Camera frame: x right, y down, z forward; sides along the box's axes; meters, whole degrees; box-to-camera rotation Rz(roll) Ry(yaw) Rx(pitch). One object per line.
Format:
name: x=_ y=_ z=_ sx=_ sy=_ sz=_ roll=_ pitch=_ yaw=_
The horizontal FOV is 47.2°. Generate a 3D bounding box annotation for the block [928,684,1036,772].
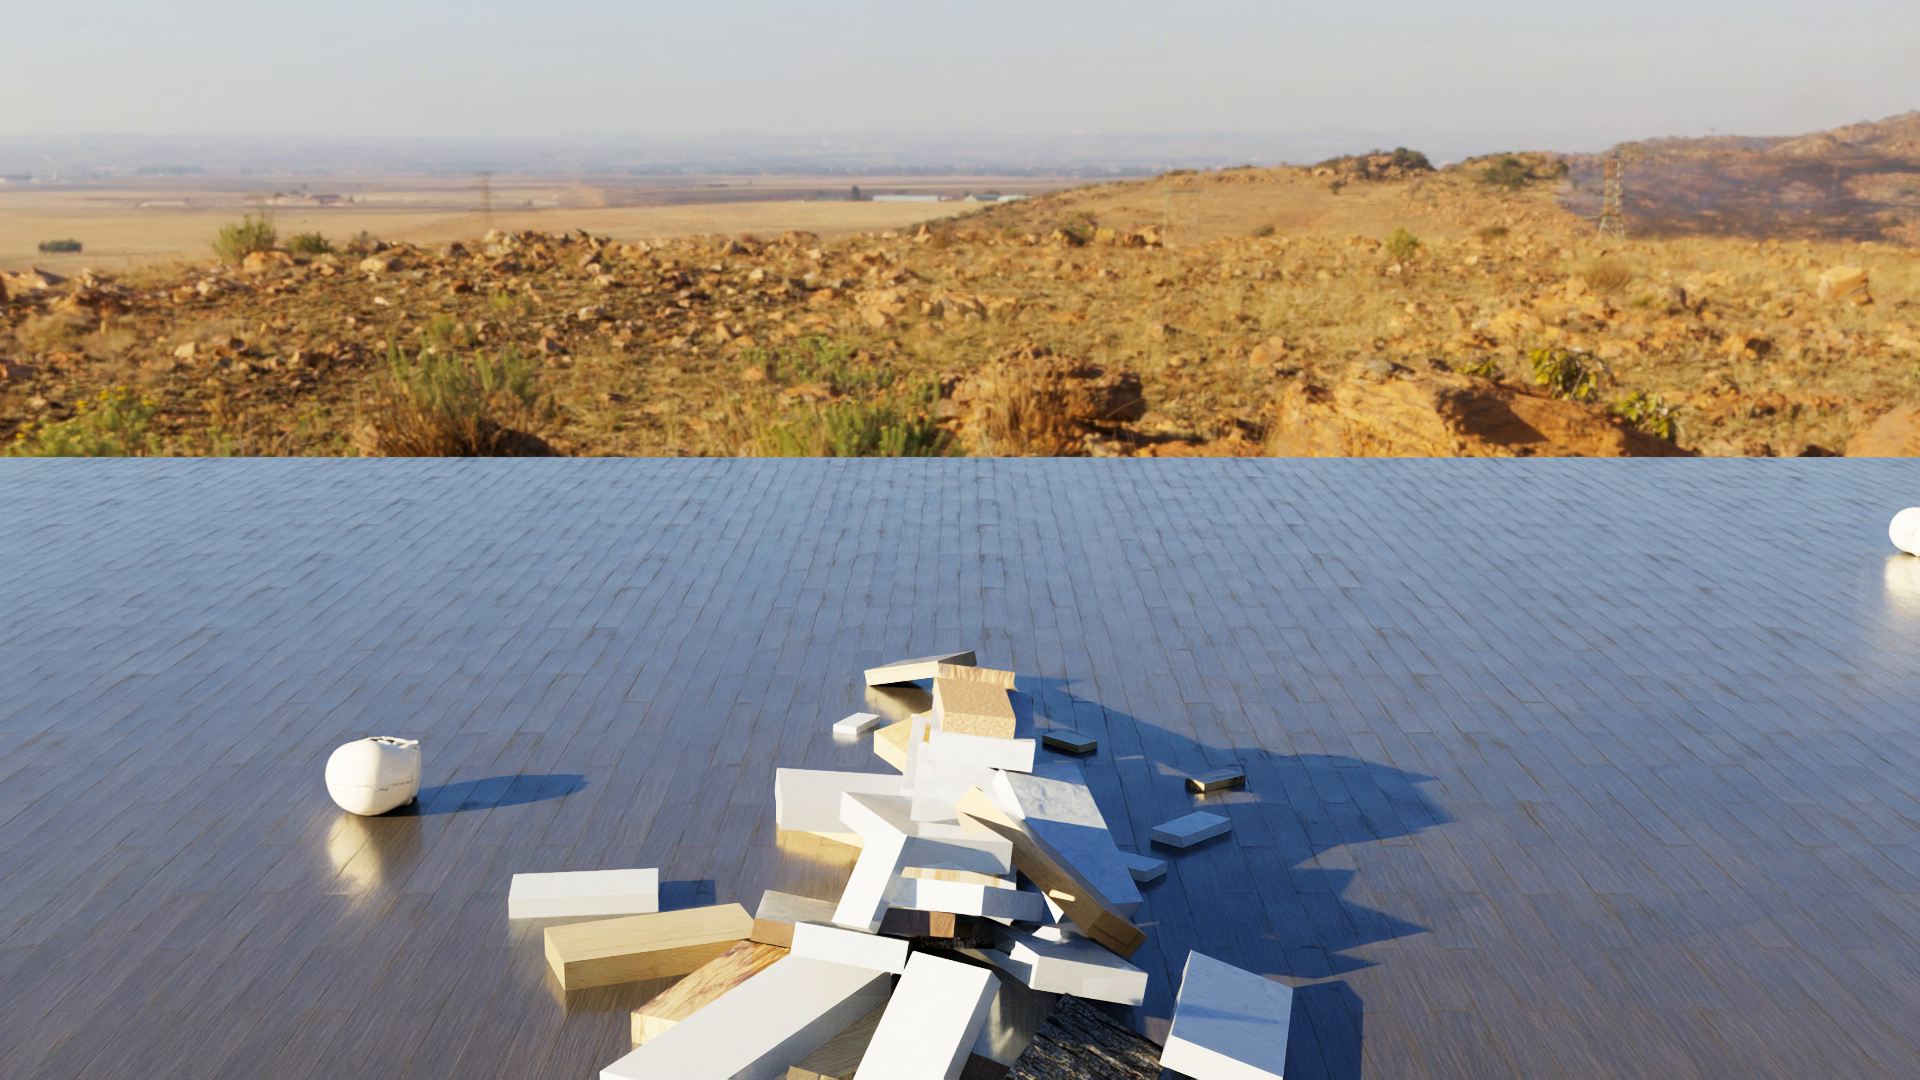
block: x=0.037 y=0.319 z=3.794 sx=0.174 sy=0.049 sz=0.348 roll=7 pitch=10 yaw=-1

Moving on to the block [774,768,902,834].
block: x=-0.161 y=0.466 z=3.882 sx=0.319 sy=0.045 sz=0.160 roll=5 pitch=17 yaw=-10

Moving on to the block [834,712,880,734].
block: x=-0.220 y=0.392 z=4.695 sx=0.054 sy=0.015 sz=0.108 roll=5 pitch=12 yaw=26

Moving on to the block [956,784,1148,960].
block: x=0.140 y=0.513 z=3.412 sx=0.320 sy=0.045 sz=0.160 roll=40 pitch=0 yaw=38

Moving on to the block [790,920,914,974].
block: x=-0.147 y=0.571 z=3.094 sx=0.153 sy=0.043 sz=0.306 roll=10 pitch=-9 yaw=2

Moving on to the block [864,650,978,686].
block: x=-0.090 y=0.292 z=5.006 sx=0.242 sy=0.034 sz=0.121 roll=-11 pitch=2 yaw=45

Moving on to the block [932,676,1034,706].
block: x=0.041 y=0.292 z=4.123 sx=0.121 sy=0.034 sz=0.242 roll=7 pitch=1 yaw=-17

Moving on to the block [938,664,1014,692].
block: x=0.027 y=0.249 z=3.997 sx=0.119 sy=0.034 sz=0.238 roll=7 pitch=-3 yaw=-4

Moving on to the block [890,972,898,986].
block: x=-0.121 y=0.648 z=3.314 sx=0.056 sy=0.016 sz=0.112 roll=2 pitch=11 yaw=13

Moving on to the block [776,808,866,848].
block: x=-0.164 y=0.506 z=3.995 sx=0.320 sy=0.045 sz=0.160 roll=9 pitch=14 yaw=41

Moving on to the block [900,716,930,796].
block: x=-0.018 y=0.410 z=3.951 sx=0.160 sy=0.045 sz=0.320 roll=8 pitch=19 yaw=0

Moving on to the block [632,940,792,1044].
block: x=-0.324 y=0.660 z=3.172 sx=0.153 sy=0.043 sz=0.306 roll=5 pitch=12 yaw=24

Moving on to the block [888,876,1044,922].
block: x=0.009 y=0.523 z=3.201 sx=0.146 sy=0.041 sz=0.292 roll=3 pitch=-10 yaw=20

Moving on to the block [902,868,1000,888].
block: x=-0.016 y=0.487 z=3.408 sx=0.146 sy=0.041 sz=0.292 roll=6 pitch=1 yaw=-1

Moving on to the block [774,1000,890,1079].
block: x=-0.366 y=0.735 z=2.770 sx=0.883 sy=0.043 sz=0.153 roll=-10 pitch=14 yaw=-42

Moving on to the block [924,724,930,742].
block: x=0.012 y=0.461 z=3.733 sx=0.174 sy=0.049 sz=0.348 roll=7 pitch=39 yaw=-1

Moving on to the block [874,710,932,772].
block: x=0.017 y=0.429 z=4.080 sx=0.160 sy=0.045 sz=0.378 roll=-18 pitch=32 yaw=-35

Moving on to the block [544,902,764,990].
block: x=-0.468 y=0.622 z=3.376 sx=0.310 sy=0.044 sz=0.155 roll=-4 pitch=11 yaw=-21

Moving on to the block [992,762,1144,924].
block: x=0.174 y=0.492 z=3.603 sx=0.146 sy=0.041 sz=0.292 roll=1 pitch=44 yaw=-29

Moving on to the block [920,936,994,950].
block: x=-0.003 y=0.582 z=3.177 sx=0.056 sy=0.016 sz=0.112 roll=-4 pitch=-11 yaw=32

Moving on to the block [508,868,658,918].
block: x=-0.617 y=0.581 z=3.622 sx=0.238 sy=0.034 sz=0.119 roll=-1 pitch=11 yaw=-7

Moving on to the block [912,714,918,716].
block: x=0.002 y=0.376 z=4.482 sx=0.148 sy=0.042 sz=0.297 roll=-1 pitch=-4 yaw=10

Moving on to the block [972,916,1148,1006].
block: x=0.138 y=0.608 z=3.192 sx=0.162 sy=0.046 sz=0.325 roll=12 pitch=-3 yaw=-15

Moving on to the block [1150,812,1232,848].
block: x=0.418 y=0.523 z=3.976 sx=0.072 sy=0.020 sz=0.143 roll=10 pitch=14 yaw=43

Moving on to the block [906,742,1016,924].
block: x=0.007 y=0.481 z=3.629 sx=0.174 sy=0.049 sz=0.348 roll=6 pitch=39 yaw=-2

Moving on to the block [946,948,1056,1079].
block: x=0.049 y=0.664 z=2.987 sx=0.162 sy=0.046 sz=0.325 roll=22 pitch=10 yaw=-2

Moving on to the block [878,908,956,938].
block: x=-0.072 y=0.569 z=3.280 sx=0.122 sy=0.035 sz=0.414 roll=4 pitch=-10 yaw=0

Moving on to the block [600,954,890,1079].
block: x=-0.275 y=0.658 z=2.943 sx=0.155 sy=0.044 sz=0.474 roll=5 pitch=12 yaw=27

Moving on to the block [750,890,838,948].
block: x=-0.252 y=0.590 z=3.398 sx=0.122 sy=0.035 sz=0.244 roll=12 pitch=0 yaw=-1

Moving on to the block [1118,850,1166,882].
block: x=0.282 y=0.558 z=3.788 sx=0.131 sy=0.019 sz=0.066 roll=8 pitch=13 yaw=37

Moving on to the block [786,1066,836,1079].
block: x=-0.195 y=0.722 z=2.759 sx=0.072 sy=0.020 sz=0.143 roll=16 pitch=25 yaw=0

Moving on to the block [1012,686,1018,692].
block: x=0.061 y=0.325 z=4.487 sx=0.121 sy=0.034 sz=1.031 roll=7 pitch=1 yaw=-1

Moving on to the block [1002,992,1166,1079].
block: x=0.154 y=0.695 z=2.806 sx=0.162 sy=0.046 sz=0.325 roll=28 pitch=17 yaw=12

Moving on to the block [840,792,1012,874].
block: x=-0.058 y=0.440 z=3.329 sx=0.160 sy=0.045 sz=0.413 roll=6 pitch=1 yaw=-16

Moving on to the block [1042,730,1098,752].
block: x=0.227 y=0.418 z=4.556 sx=0.054 sy=0.015 sz=0.108 roll=-9 pitch=14 yaw=-41

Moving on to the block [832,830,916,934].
block: x=-0.121 y=0.479 z=3.084 sx=0.072 sy=0.143 sz=0.020 roll=1 pitch=-31 yaw=43

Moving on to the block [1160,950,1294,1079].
block: x=0.370 y=0.665 z=3.019 sx=0.155 sy=0.044 sz=0.310 roll=20 pitch=13 yaw=7

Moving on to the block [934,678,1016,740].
block: x=0.024 y=0.284 z=3.740 sx=0.119 sy=0.034 sz=0.238 roll=6 pitch=10 yaw=-5

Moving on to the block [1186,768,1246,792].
block: x=0.498 y=0.468 z=4.285 sx=0.108 sy=0.015 sz=0.054 roll=-7 pitch=13 yaw=-35

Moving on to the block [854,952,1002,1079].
block: x=-0.053 y=0.652 z=2.803 sx=0.122 sy=0.035 sz=0.244 roll=7 pitch=57 yaw=33
